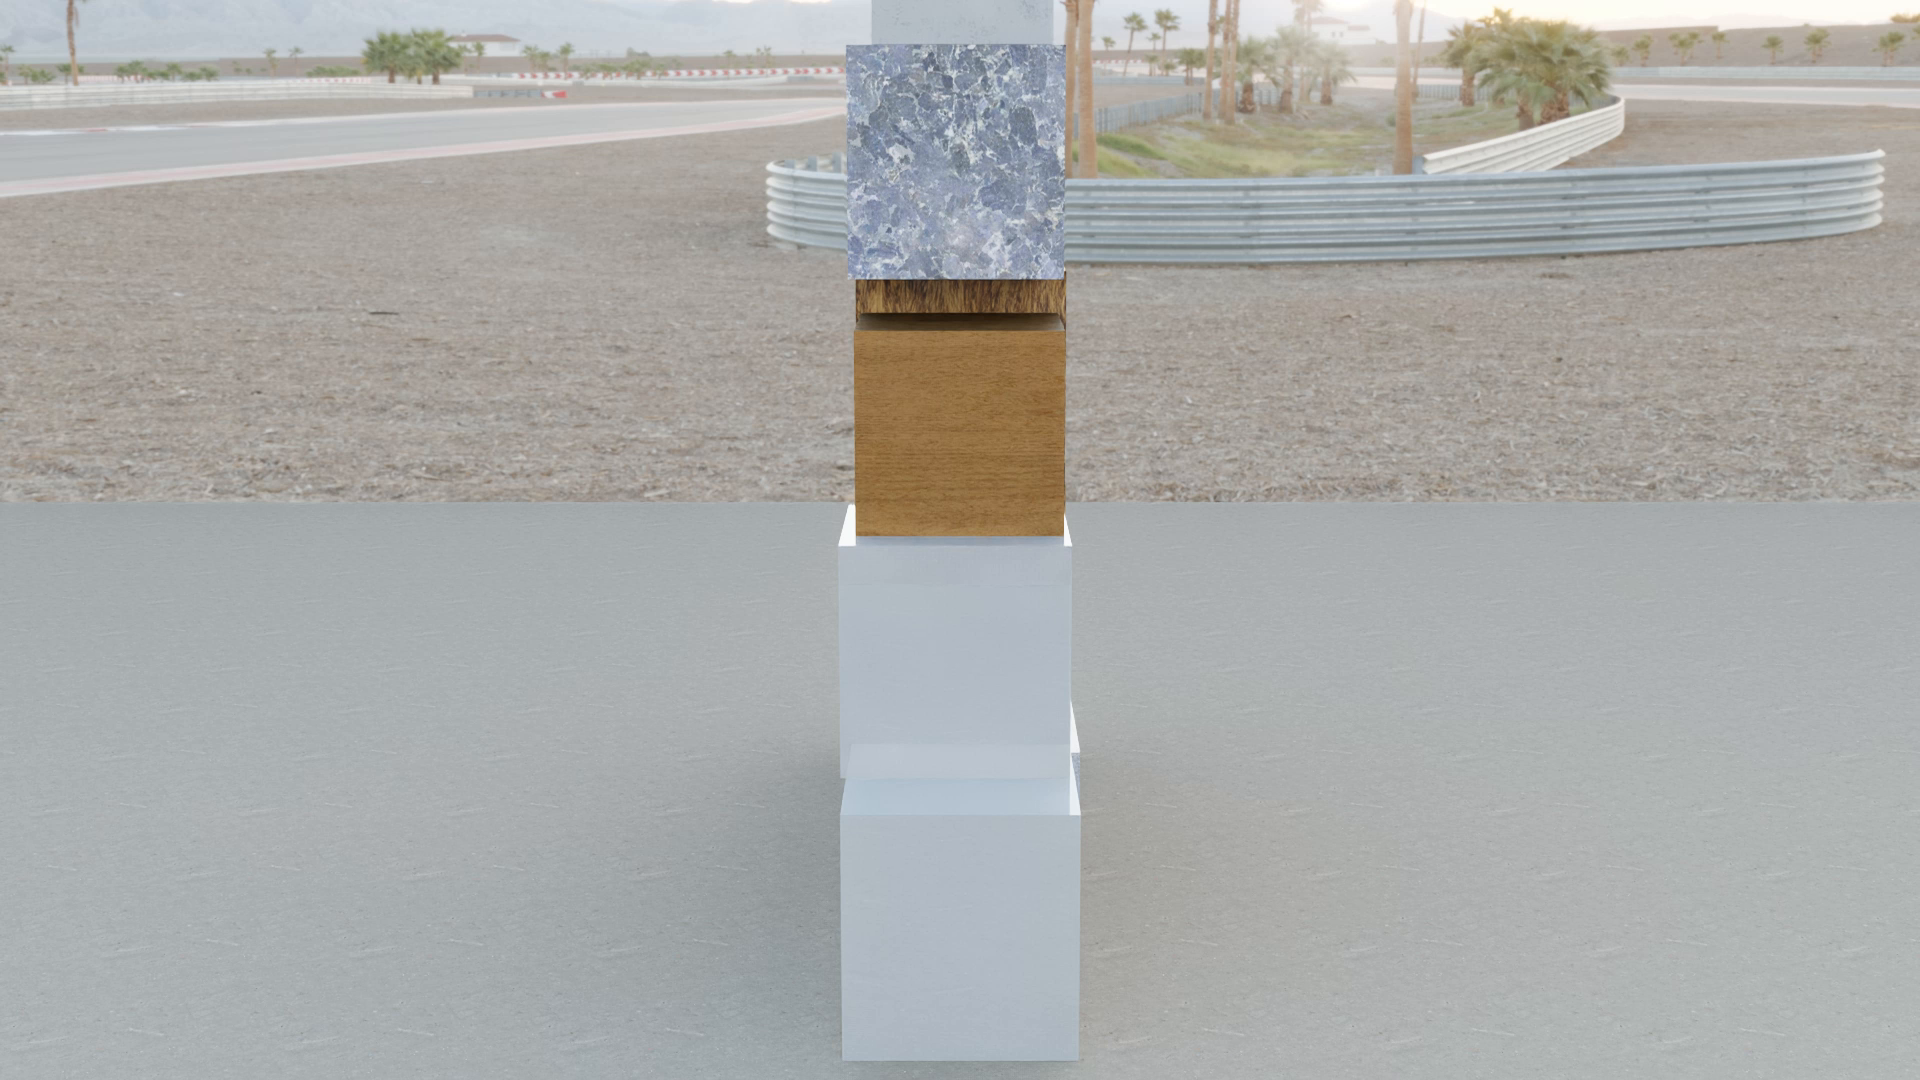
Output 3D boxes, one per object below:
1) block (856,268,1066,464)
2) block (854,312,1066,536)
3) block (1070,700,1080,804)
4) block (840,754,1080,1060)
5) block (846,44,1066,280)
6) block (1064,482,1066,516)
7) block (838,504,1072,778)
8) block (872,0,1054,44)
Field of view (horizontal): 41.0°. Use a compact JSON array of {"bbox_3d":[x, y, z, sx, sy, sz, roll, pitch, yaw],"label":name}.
[{"bbox_3d":[0.004,-0.685,10.676,0.835,0.948,0.903,0,11,0],"label":"block"},{"bbox_3d":[-0.002,-0.458,9.886,0.780,0.769,0.730,0,10,0],"label":"block"},{"bbox_3d":[0.012,1.185,10.551,0.915,0.892,0.929,0,10,0],"label":"block"},{"bbox_3d":[0.002,1.342,9.623,0.853,0.917,0.933,0,10,0],"label":"block"},{"bbox_3d":[-0.015,-1.505,10.107,0.821,0.875,0.921,0,11,0],"label":"block"},{"bbox_3d":[0.019,0.083,11.592,0.875,0.816,0.860,0,10,0],"label":"block"},{"bbox_3d":[-0.018,0.373,9.928,0.856,0.880,0.905,0,10,0],"label":"block"},{"bbox_3d":[0.010,-2.414,10.379,0.714,0.809,0.776,0,10,0],"label":"block"}]
